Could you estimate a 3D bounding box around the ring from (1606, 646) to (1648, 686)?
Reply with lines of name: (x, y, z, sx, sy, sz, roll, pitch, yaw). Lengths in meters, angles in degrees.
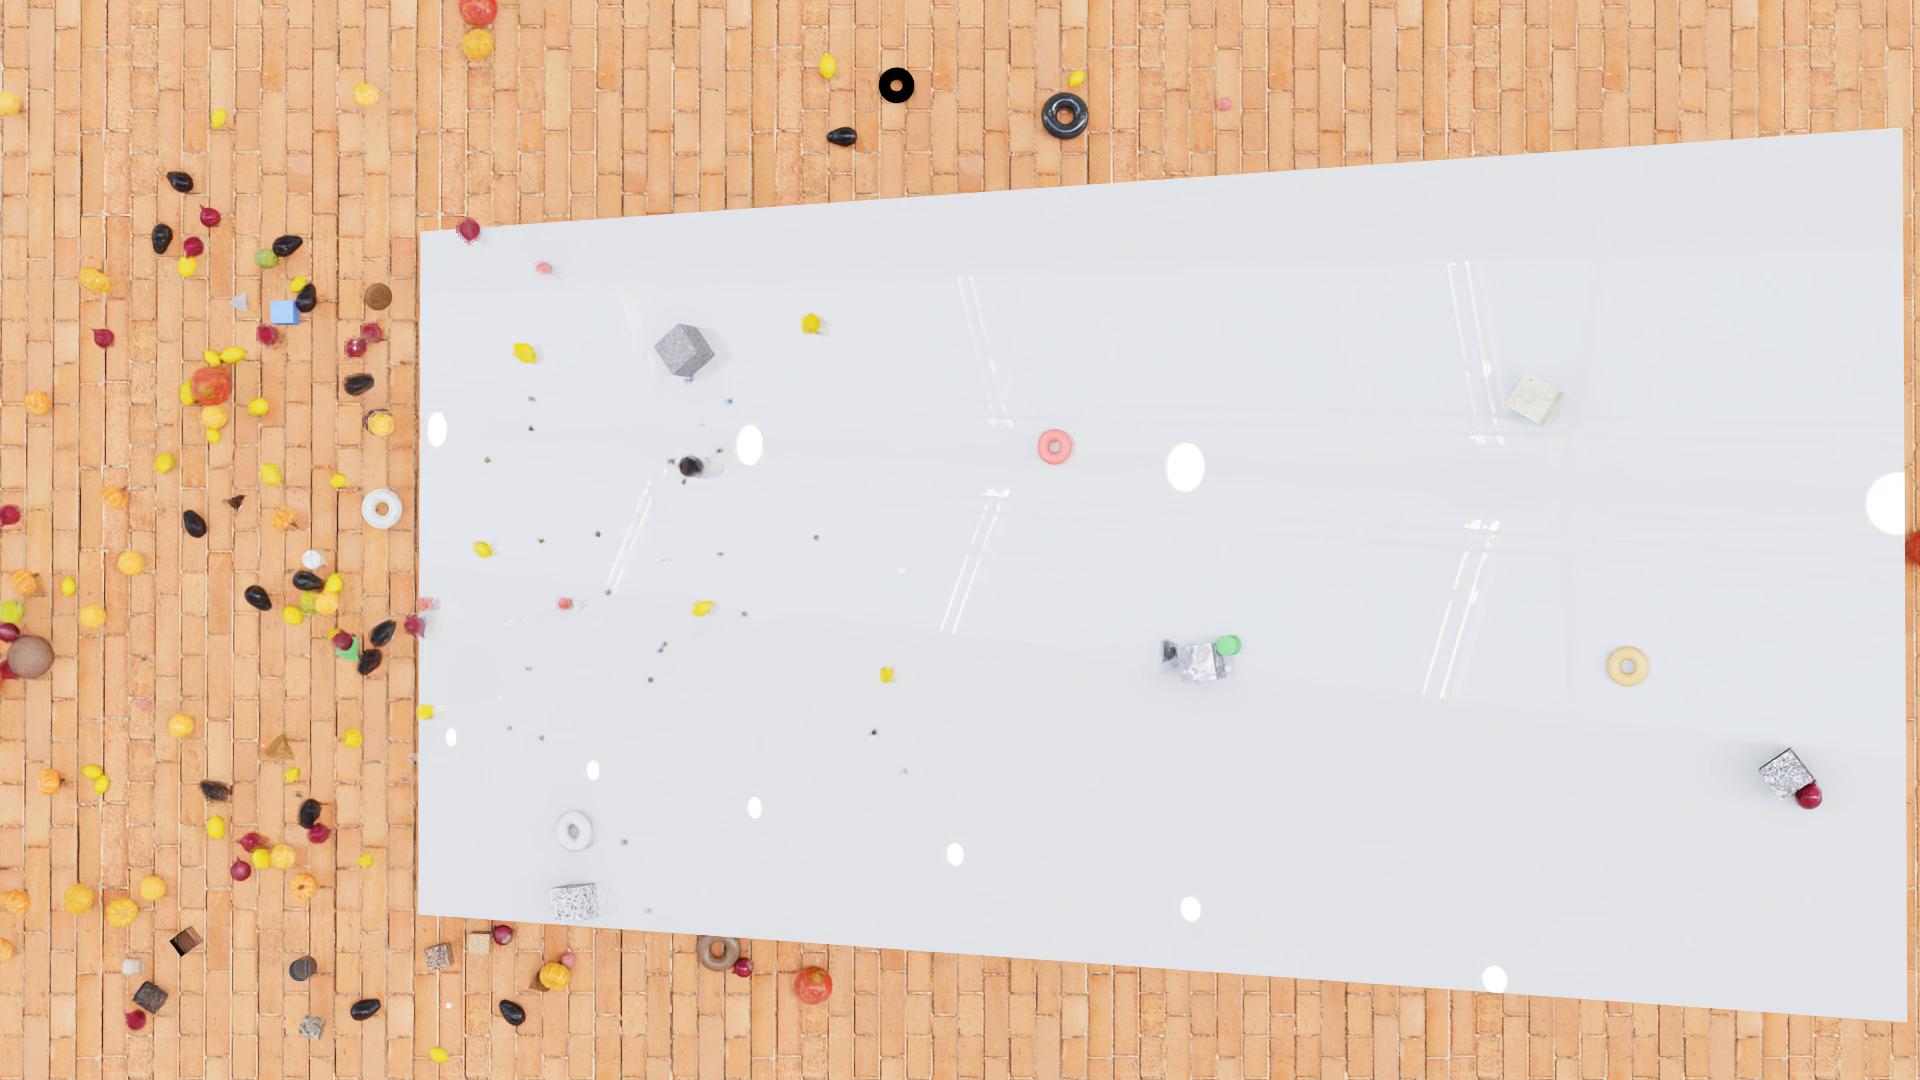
ring: (1.556, 0.295, 5.127, 0.095, 0.032, 0.095, 0, 90, 22)

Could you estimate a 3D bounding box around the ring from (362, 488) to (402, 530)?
ring: (-1.713, -0.092, 6.519, 0.121, 0.040, 0.121, 0, 88, -1)

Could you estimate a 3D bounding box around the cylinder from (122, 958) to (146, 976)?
cylinder: (-2.441, 1.260, 6.496, 0.051, 0.051, 0.051, -1, 89, 0)

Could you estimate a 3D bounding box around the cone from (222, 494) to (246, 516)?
cone: (-2.142, -0.118, 6.524, 0.067, 0.067, 0.067, 44, 63, 0)

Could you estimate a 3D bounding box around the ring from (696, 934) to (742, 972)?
ring: (-0.713, 1.210, 6.501, 0.134, 0.045, 0.134, 0, 90, 1)

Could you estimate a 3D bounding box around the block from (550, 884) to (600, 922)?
block: (-1.082, 1.018, 6.174, 0.094, 0.094, 0.094, -6, 87, 22)

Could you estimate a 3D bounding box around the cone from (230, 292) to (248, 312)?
cone: (-2.131, -0.718, 6.534, 0.055, 0.055, 0.055, 20, 63, 0)

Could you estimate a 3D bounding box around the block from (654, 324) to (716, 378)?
block: (-0.759, -0.522, 6.056, 0.100, 0.100, 0.100, -39, 76, 17)

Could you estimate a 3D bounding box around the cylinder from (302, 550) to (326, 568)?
cylinder: (-1.912, 0.058, 6.509, 0.054, 0.054, 0.054, 0, 89, 0)

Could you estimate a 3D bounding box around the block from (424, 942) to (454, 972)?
block: (-1.536, 1.228, 6.490, 0.064, 0.064, 0.064, -13, 89, 0)

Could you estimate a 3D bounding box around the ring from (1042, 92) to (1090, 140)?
ring: (0.312, -1.259, 6.530, 0.143, 0.048, 0.143, 0, 89, -1)

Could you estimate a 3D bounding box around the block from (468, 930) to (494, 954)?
block: (-1.414, 1.189, 6.493, 0.059, 0.059, 0.059, 2, 89, 0)

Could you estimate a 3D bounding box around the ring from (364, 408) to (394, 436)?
ring: (-1.724, -0.350, 6.527, 0.088, 0.029, 0.088, 0, 89, -2)

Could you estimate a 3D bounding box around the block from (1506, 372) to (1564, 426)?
block: (1.355, -0.332, 5.185, 0.091, 0.091, 0.091, 34, 102, 19)

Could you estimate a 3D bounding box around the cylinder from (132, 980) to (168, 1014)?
cylinder: (-2.387, 1.348, 6.485, 0.072, 0.072, 0.072, 32, 89, 0)

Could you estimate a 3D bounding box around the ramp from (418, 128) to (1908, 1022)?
ramp: (0.283, 0.086, 5.726, 4.000, 0.100, 2.000, 0, 89, 22)

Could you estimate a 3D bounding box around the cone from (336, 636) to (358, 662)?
cone: (-1.802, 0.312, 6.517, 0.072, 0.072, 0.072, 18, 63, 0)

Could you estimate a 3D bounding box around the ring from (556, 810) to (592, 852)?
ring: (-1.090, 0.822, 6.210, 0.116, 0.039, 0.116, 0, 91, 22)

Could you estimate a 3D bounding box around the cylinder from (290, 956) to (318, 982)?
cylinder: (-1.938, 1.264, 6.489, 0.065, 0.065, 0.065, 0, 89, 0)

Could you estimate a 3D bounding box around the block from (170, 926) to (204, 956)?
block: (-2.283, 1.185, 6.493, 0.059, 0.059, 0.059, -37, 89, 0)

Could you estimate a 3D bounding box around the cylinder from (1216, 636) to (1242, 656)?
cylinder: (0.670, 0.263, 5.482, 0.051, 0.051, 0.051, 0, 89, 22)

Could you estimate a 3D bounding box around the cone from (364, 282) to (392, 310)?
cone: (-1.732, -0.725, 6.505, 0.083, 0.083, 0.083, 0, 89, 0)

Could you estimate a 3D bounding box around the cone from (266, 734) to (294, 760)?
cone: (-1.998, 0.630, 6.512, 0.079, 0.079, 0.079, -45, 116, -1)

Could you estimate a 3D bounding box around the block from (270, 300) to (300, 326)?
block: (-1.999, -0.673, 6.513, 0.066, 0.066, 0.066, -1, 89, 0)

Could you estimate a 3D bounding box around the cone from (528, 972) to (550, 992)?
cone: (-1.256, 1.317, 6.507, 0.064, 0.064, 0.064, -26, 89, 26)

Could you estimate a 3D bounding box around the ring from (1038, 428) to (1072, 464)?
ring: (0.244, -0.241, 5.676, 0.093, 0.031, 0.093, 0, 90, 21)

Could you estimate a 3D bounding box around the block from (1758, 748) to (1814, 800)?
block: (1.866, 0.529, 4.968, 0.082, 0.082, 0.082, -39, 76, 17)

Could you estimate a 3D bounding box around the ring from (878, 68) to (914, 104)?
ring: (-0.188, -1.352, 6.536, 0.107, 0.036, 0.107, 0, 88, 1)

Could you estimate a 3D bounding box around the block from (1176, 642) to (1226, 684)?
block: (0.603, 0.307, 5.489, 0.089, 0.089, 0.089, -11, 85, 22)
